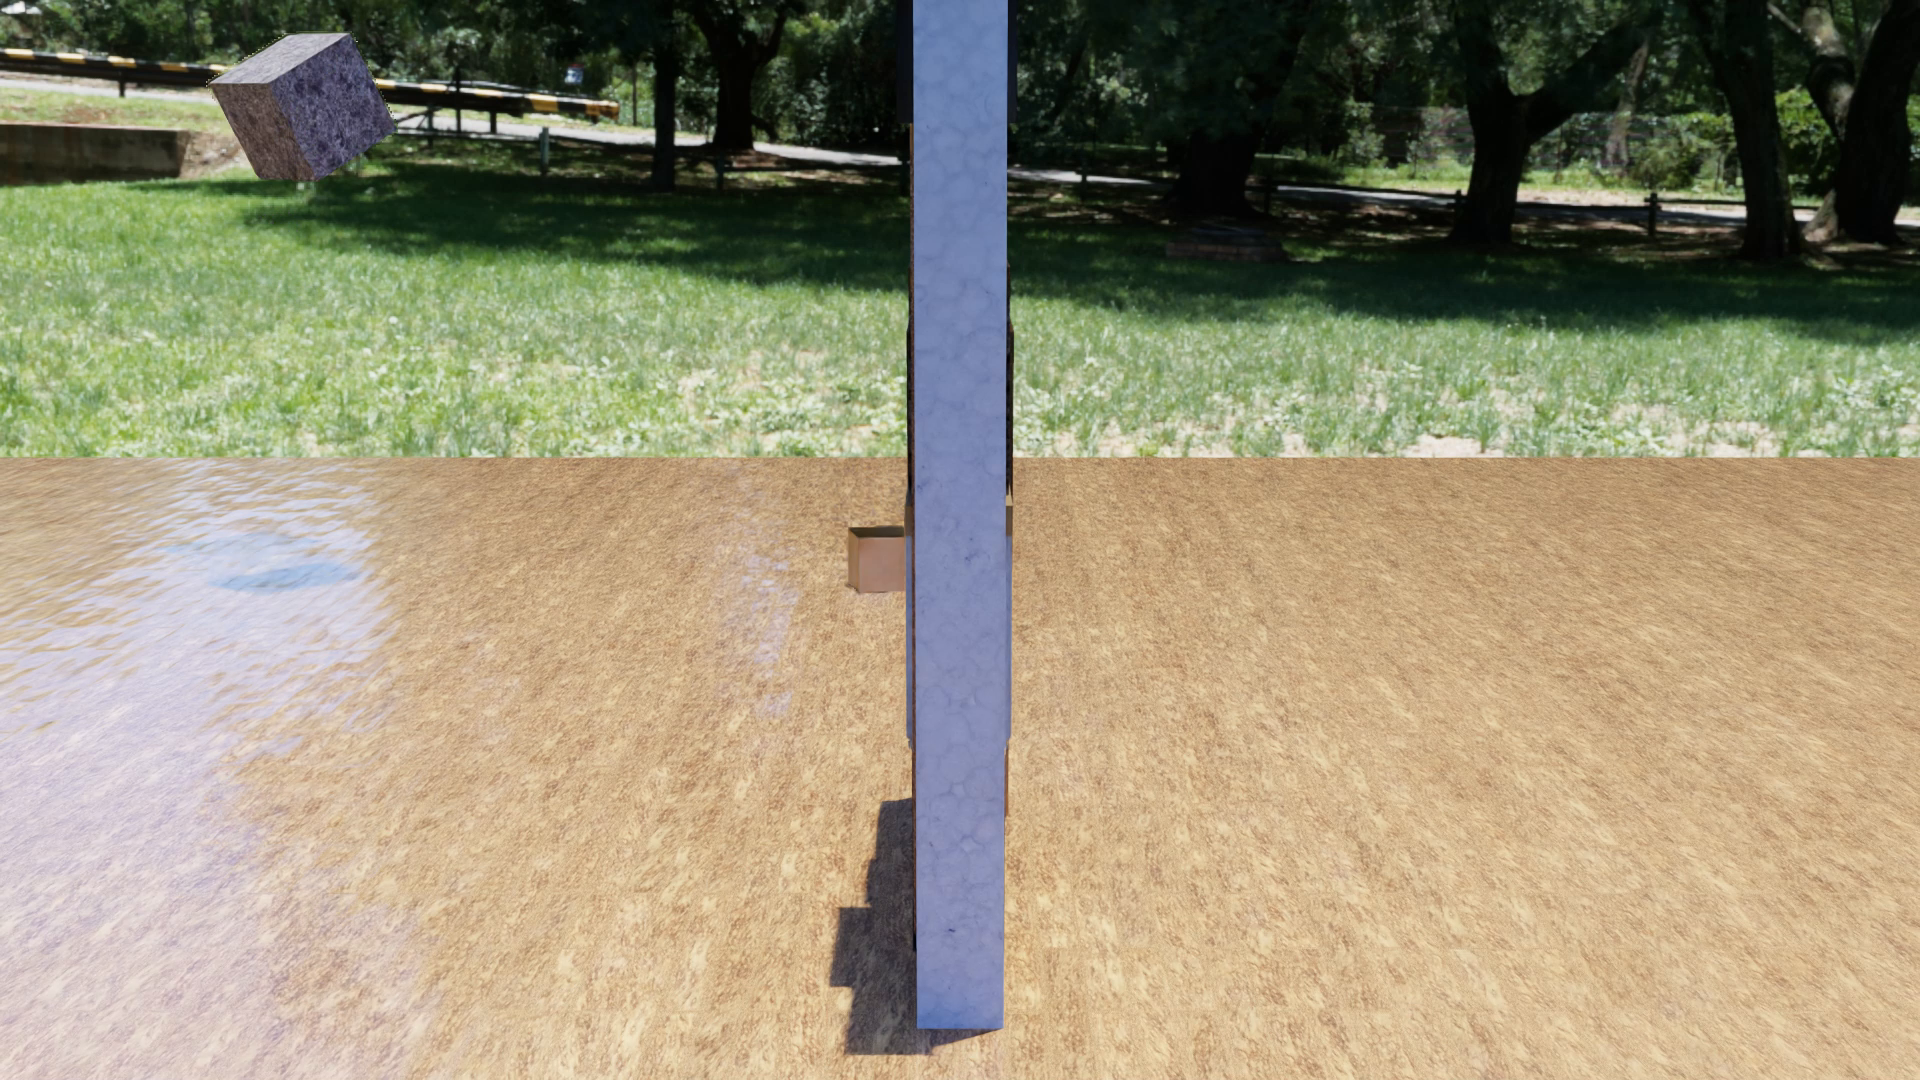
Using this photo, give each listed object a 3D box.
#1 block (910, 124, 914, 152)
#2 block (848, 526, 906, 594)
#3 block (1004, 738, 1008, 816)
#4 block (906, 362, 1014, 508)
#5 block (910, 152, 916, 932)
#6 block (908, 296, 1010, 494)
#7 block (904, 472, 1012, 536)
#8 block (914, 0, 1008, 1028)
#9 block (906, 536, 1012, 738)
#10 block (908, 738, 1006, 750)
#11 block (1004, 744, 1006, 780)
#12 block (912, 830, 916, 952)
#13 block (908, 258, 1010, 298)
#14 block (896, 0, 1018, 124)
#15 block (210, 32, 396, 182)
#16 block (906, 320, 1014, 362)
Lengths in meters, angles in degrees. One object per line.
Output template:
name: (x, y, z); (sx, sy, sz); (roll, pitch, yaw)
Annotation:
block: (-0.003, -0.562, 3.065); (0.130, 0.037, 0.259); (0, 11, 0)
block: (-0.221, 0.053, 6.125); (0.156, 0.156, 0.156); (-3, 12, -14)
block: (0.000, 0.079, 4.032); (0.179, 0.872, 0.051); (0, 11, 0)
block: (0.001, -0.130, 3.750); (0.179, 0.358, 0.051); (0, 10, 0)
block: (-0.002, 0.018, 3.084); (0.130, 1.109, 0.037); (0, 11, 0)
block: (-0.001, -0.226, 3.404); (0.155, 0.310, 0.044); (0, 11, 0)
block: (-0.003, -0.059, 3.478); (0.163, 0.046, 0.326); (0, 11, 0)
block: (0.001, -0.051, 2.997); (0.123, 1.506, 0.035); (0, 11, 0)
block: (-0.002, 0.144, 3.406); (0.163, 0.326, 0.046); (0, 10, 0)
block: (-0.004, 0.143, 3.626); (0.163, 0.405, 0.046); (0, 11, 0)
block: (-0.002, 0.318, 3.469); (0.142, 0.040, 0.283); (0, 10, 0)
block: (-0.002, 0.495, 3.405); (0.142, 0.283, 0.040); (0, 11, 0)
block: (-0.002, -0.419, 3.473); (0.155, 0.044, 0.310); (0, 11, 0)
block: (-0.005, -0.770, 3.135); (0.172, 0.347, 0.049); (0, 11, 0)
block: (-1.811, -1.195, 6.069); (0.294, 0.294, 0.294); (10, 42, 40)
block: (0.000, -0.353, 3.831); (0.179, 0.051, 0.358); (0, 10, 0)
